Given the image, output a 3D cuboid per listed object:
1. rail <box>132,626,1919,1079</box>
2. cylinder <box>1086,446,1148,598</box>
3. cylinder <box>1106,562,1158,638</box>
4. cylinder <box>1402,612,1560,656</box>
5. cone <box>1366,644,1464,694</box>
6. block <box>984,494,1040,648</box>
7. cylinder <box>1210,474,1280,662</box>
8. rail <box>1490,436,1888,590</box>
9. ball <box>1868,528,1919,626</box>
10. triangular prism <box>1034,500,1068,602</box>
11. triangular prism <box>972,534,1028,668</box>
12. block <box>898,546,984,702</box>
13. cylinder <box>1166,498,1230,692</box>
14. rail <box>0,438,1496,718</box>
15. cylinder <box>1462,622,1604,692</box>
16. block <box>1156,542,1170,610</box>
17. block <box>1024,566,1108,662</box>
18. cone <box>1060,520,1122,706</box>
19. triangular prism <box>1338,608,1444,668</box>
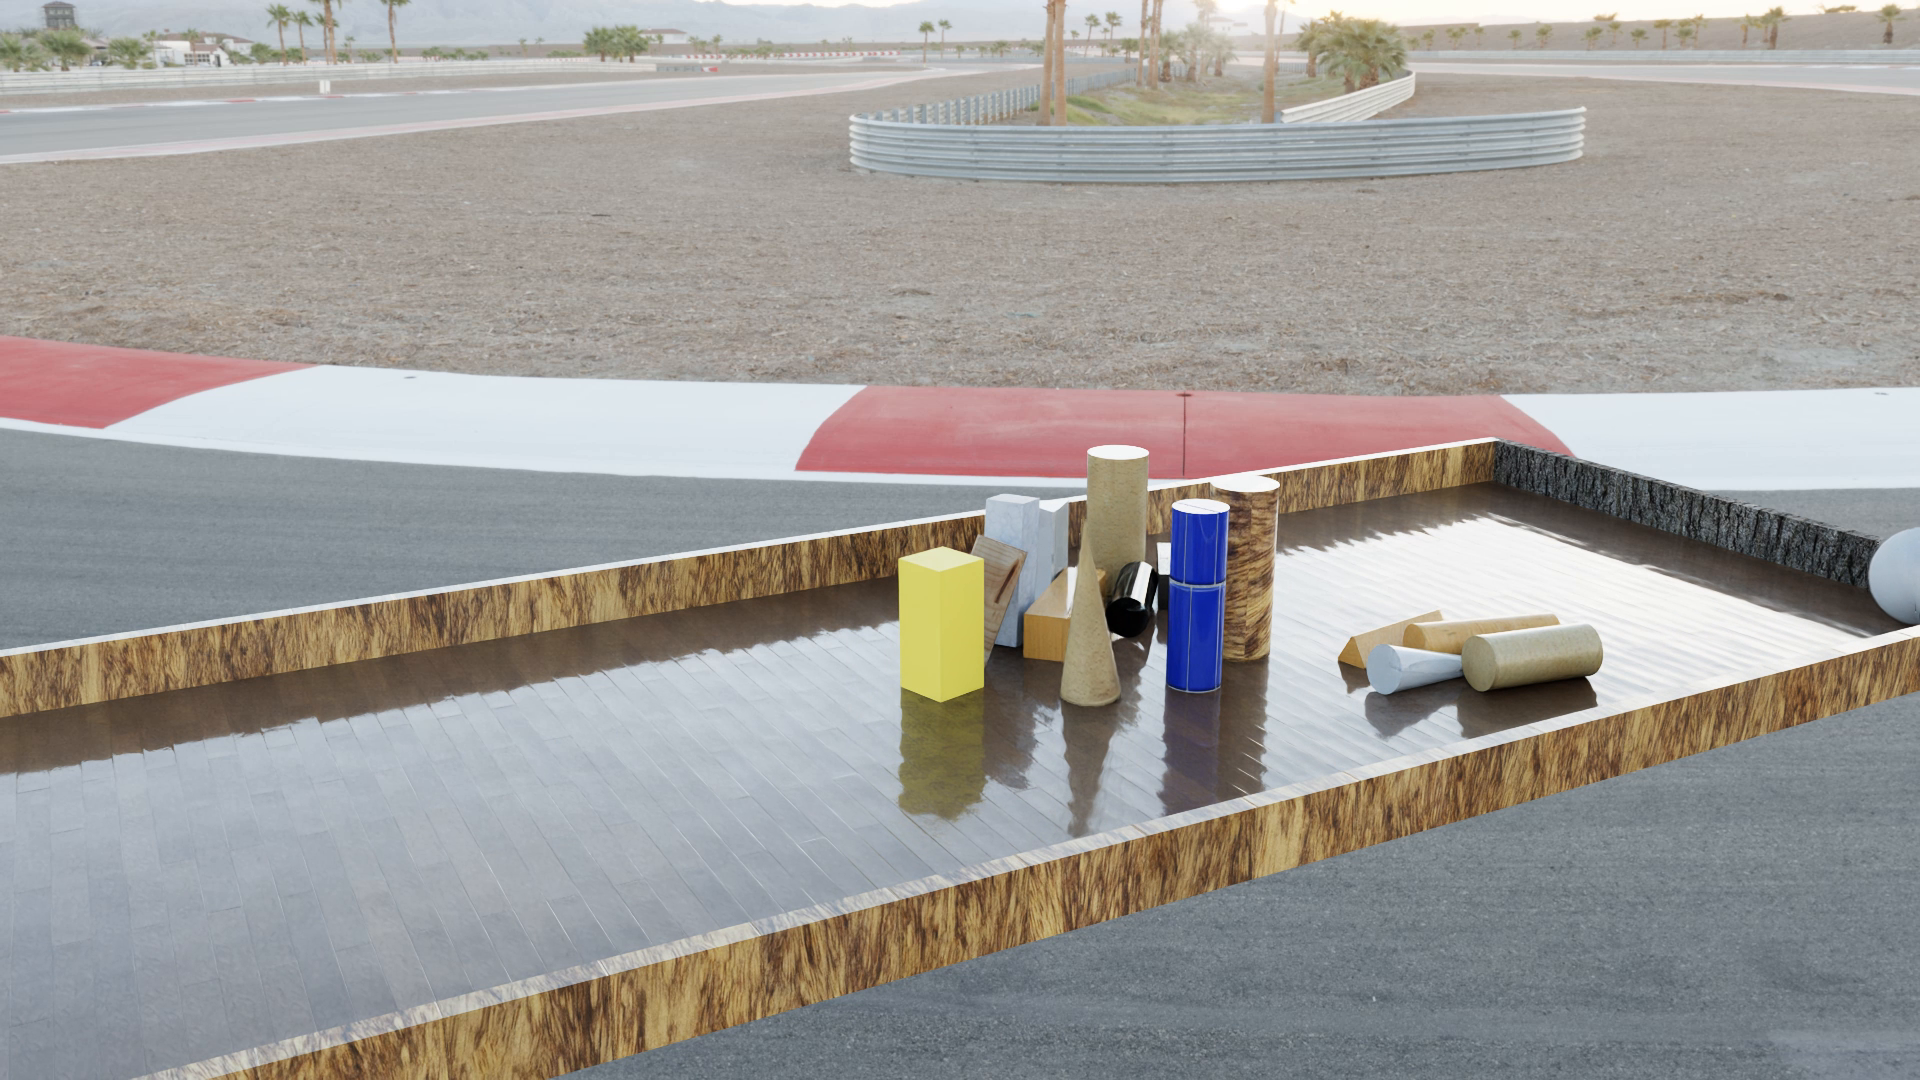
[{"bbox_3d":[-2.336,1.006,1.665,12.000,0.150,0.050,-9,18,-27],"label":"rail"},{"bbox_3d":[0.456,-0.055,4.811,0.176,0.413,0.176,0,16,0],"label":"cylinder"},{"bbox_3d":[0.482,0.162,4.599,0.115,0.115,0.334,3,17,10],"label":"cylinder"},{"bbox_3d":[1.352,0.259,4.267,0.391,0.117,0.117,-4,17,-13],"label":"cylinder"},{"bbox_3d":[1.242,0.318,4.162,0.450,0.124,0.124,0,14,-28],"label":"cone"},{"bbox_3d":[0.132,0.080,4.385,0.107,0.386,0.107,8,13,25],"label":"block"},{"bbox_3d":[0.731,0.073,4.298,0.176,0.456,0.176,0,16,0],"label":"cylinder"},{"bbox_3d":[2.466,-0.048,5.253,0.050,0.150,2.100,-9,18,-27],"label":"rail"},{"bbox_3d":[2.646,0.102,4.521,0.275,0.275,0.275,0,16,0],"label":"ball"},{"bbox_3d":[0.259,0.045,4.657,0.119,0.308,0.138,-13,21,-38],"label":"triangular prism"},{"bbox_3d":[0.050,0.152,4.275,0.135,0.317,0.117,20,3,-7],"label":"triangular prism"},{"bbox_3d":[-0.045,0.205,4.062,0.147,0.334,0.147,-15,22,-41],"label":"block"},{"bbox_3d":[0.585,0.138,4.072,0.139,0.458,0.139,0,16,0],"label":"cylinder"},{"bbox_3d":[-3.305,0.497,3.399,12.000,0.150,0.050,-9,18,-27],"label":"rail"},{"bbox_3d":[1.430,0.290,4.122,0.318,0.139,0.139,-6,17,-18],"label":"cylinder"},{"bbox_3d":[0.630,0.105,4.811,0.106,0.106,0.312,2,16,5],"label":"block"},{"bbox_3d":[0.290,0.197,4.473,0.120,0.120,0.431,5,17,17],"label":"block"},{"bbox_3d":[0.307,0.163,3.969,0.151,0.457,0.151,-3,21,1],"label":"cone"},{"bbox_3d":[1.153,0.252,4.355,0.362,0.076,0.088,-12,20,-36],"label":"triangular prism"}]
